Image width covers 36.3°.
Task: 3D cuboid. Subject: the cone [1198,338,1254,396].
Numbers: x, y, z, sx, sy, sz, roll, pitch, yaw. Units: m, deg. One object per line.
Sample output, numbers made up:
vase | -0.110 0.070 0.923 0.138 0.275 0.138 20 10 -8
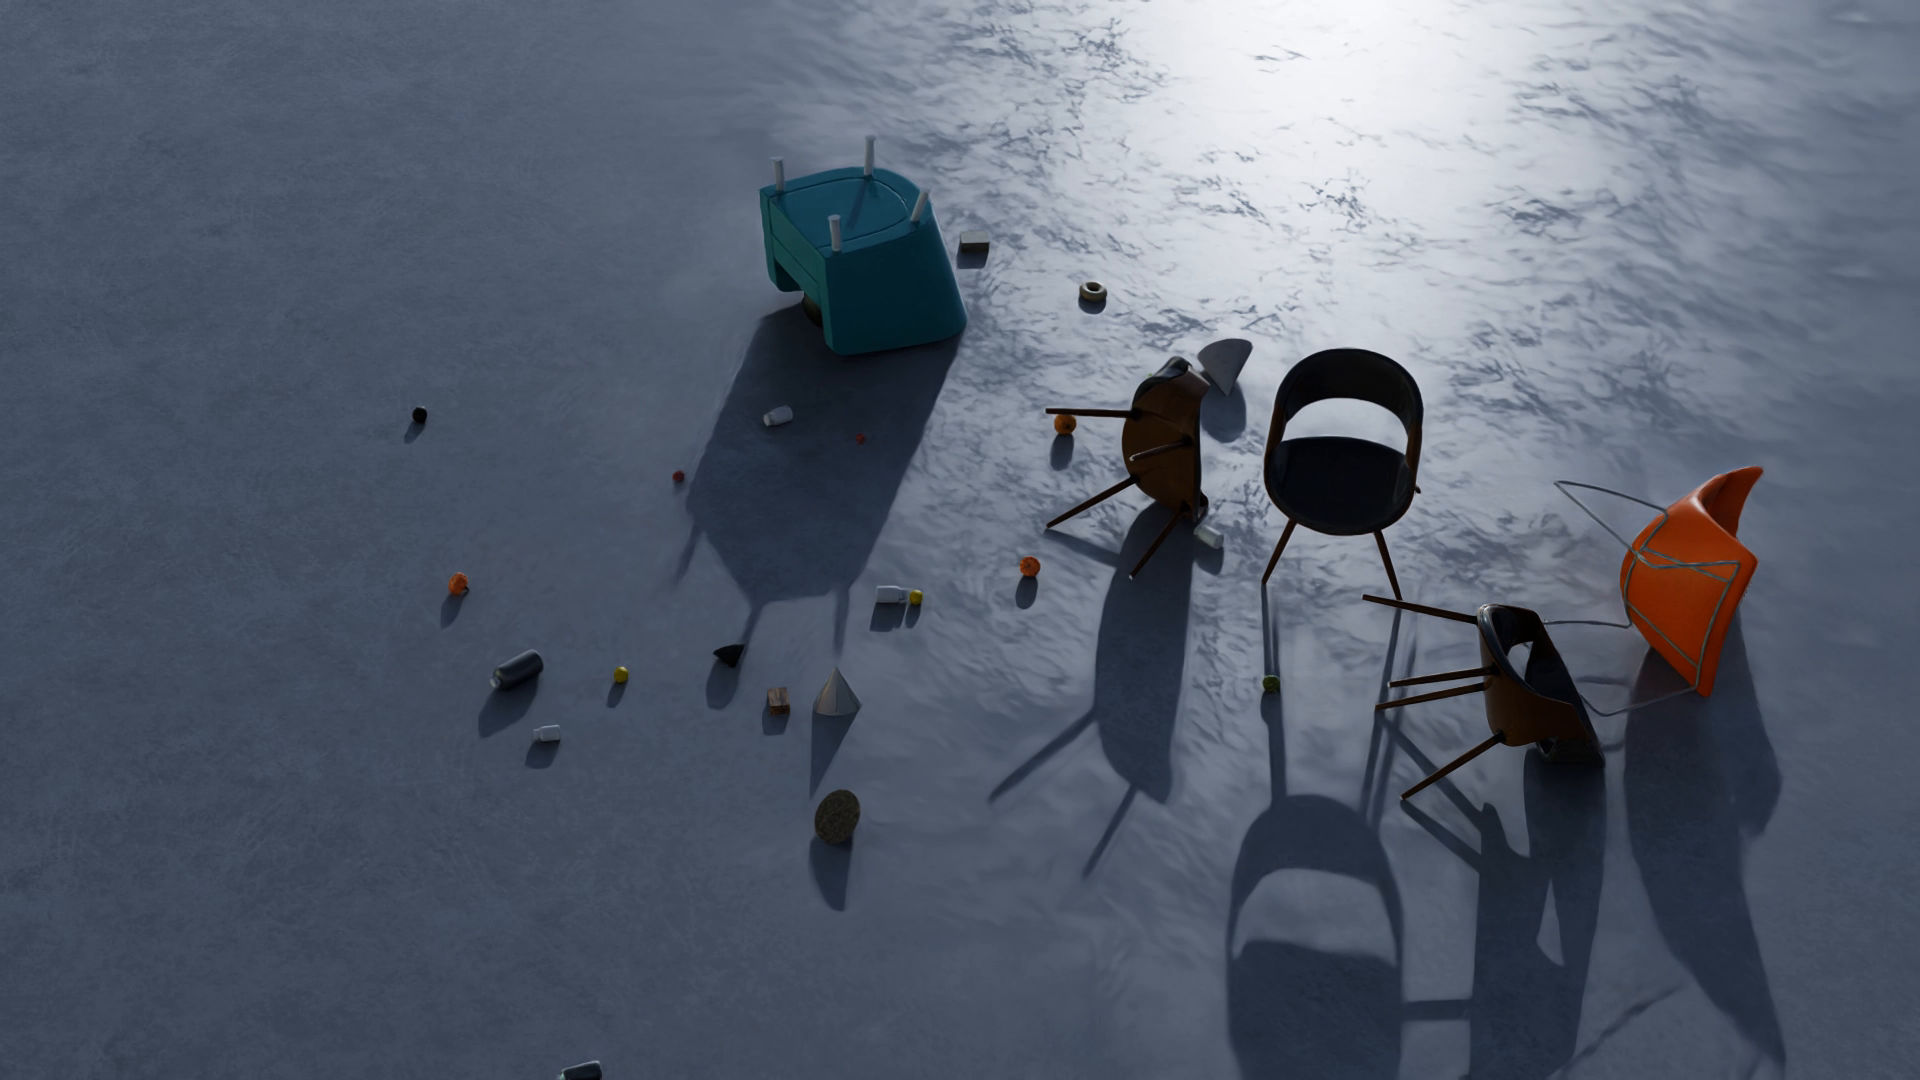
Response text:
cone | 1.079 -0.671 11.885 0.238 0.158 0.234 -17 51 23

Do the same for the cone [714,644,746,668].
cone | -0.801 0.416 10.275 0.119 0.107 0.067 -17 74 8

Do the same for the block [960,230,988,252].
block | 0.064 -1.311 12.890 0.119 0.049 0.109 -2 33 -3

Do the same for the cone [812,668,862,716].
cone | -0.423 0.498 10.036 0.170 0.168 0.117 -3 33 -4

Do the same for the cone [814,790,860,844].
cone | -0.369 0.910 9.504 0.188 0.094 0.181 -3 67 38

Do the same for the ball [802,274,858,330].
ball | -0.542 -0.993 12.243 0.228 0.228 0.228 0 33 0

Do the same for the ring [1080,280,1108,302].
ring | 0.570 -1.063 12.524 0.115 0.038 0.154 -11 34 -14

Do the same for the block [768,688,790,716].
block | -0.623 0.554 10.070 0.066 0.038 0.102 -5 34 -8
